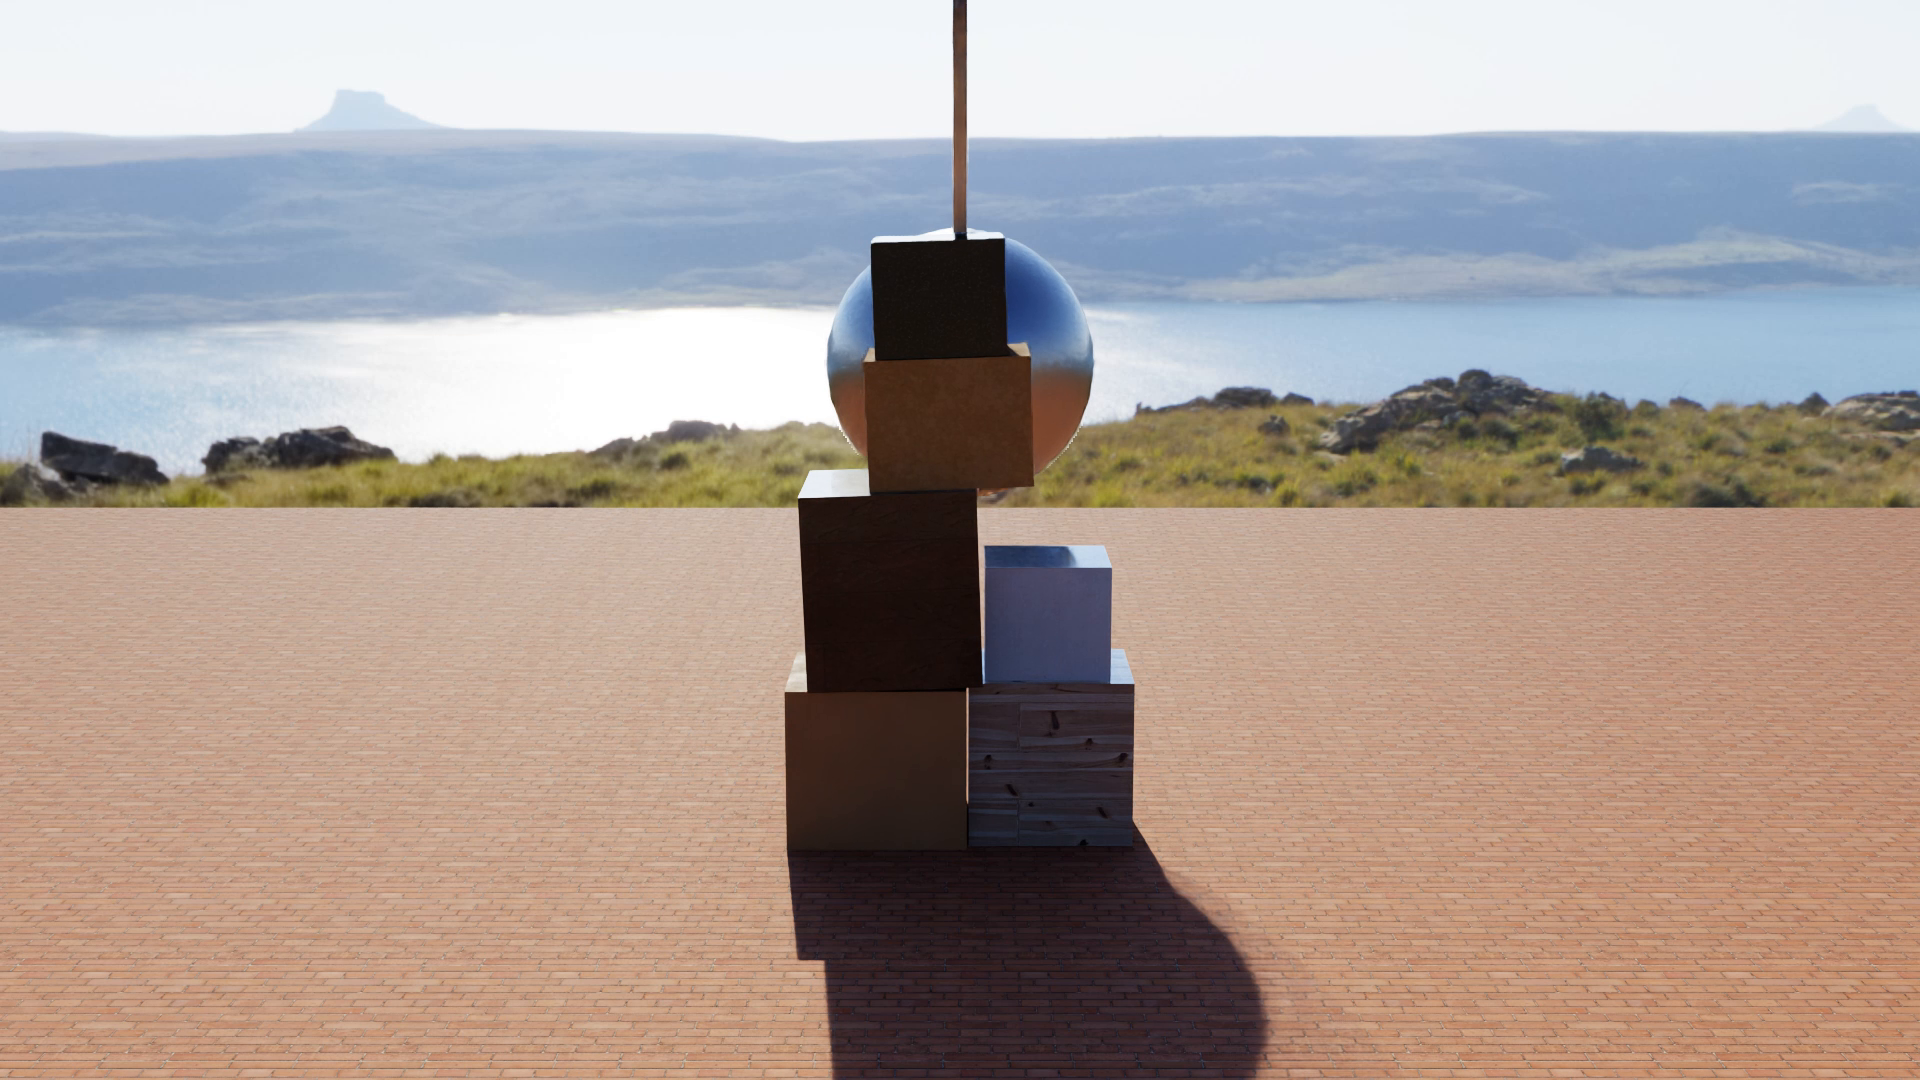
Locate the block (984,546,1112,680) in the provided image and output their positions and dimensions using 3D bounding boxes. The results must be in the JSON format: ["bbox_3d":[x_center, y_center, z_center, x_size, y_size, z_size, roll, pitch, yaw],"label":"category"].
[{"bbox_3d":[0.439,0.366,11.237,0.627,0.576,0.601,0,10,0],"label":"block"}]

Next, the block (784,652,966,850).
[{"bbox_3d":[-0.418,1.075,11.376,0.902,0.814,0.861,0,10,0],"label":"block"}]

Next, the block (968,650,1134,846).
[{"bbox_3d":[0.456,1.061,11.379,0.826,0.842,0.754,0,10,0],"label":"block"}]

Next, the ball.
[{"bbox_3d":[0.000,-1.048,13.098,1.600,1.600,1.600,0,10,0],"label":"ball"}]

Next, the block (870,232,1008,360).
[{"bbox_3d":[-0.100,-1.223,10.970,0.646,0.569,0.662,-2,10,0],"label":"block"}]

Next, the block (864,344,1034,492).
[{"bbox_3d":[-0.052,-0.625,11.055,0.809,0.641,0.687,-2,10,0],"label":"block"}]

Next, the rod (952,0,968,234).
[{"bbox_3d":[0.000,-3.976,11.371,0.080,5.200,0.080,0,31,0],"label":"rod"}]

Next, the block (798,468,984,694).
[{"bbox_3d":[-0.337,0.182,11.202,0.869,0.977,0.895,-2,10,0],"label":"block"}]
